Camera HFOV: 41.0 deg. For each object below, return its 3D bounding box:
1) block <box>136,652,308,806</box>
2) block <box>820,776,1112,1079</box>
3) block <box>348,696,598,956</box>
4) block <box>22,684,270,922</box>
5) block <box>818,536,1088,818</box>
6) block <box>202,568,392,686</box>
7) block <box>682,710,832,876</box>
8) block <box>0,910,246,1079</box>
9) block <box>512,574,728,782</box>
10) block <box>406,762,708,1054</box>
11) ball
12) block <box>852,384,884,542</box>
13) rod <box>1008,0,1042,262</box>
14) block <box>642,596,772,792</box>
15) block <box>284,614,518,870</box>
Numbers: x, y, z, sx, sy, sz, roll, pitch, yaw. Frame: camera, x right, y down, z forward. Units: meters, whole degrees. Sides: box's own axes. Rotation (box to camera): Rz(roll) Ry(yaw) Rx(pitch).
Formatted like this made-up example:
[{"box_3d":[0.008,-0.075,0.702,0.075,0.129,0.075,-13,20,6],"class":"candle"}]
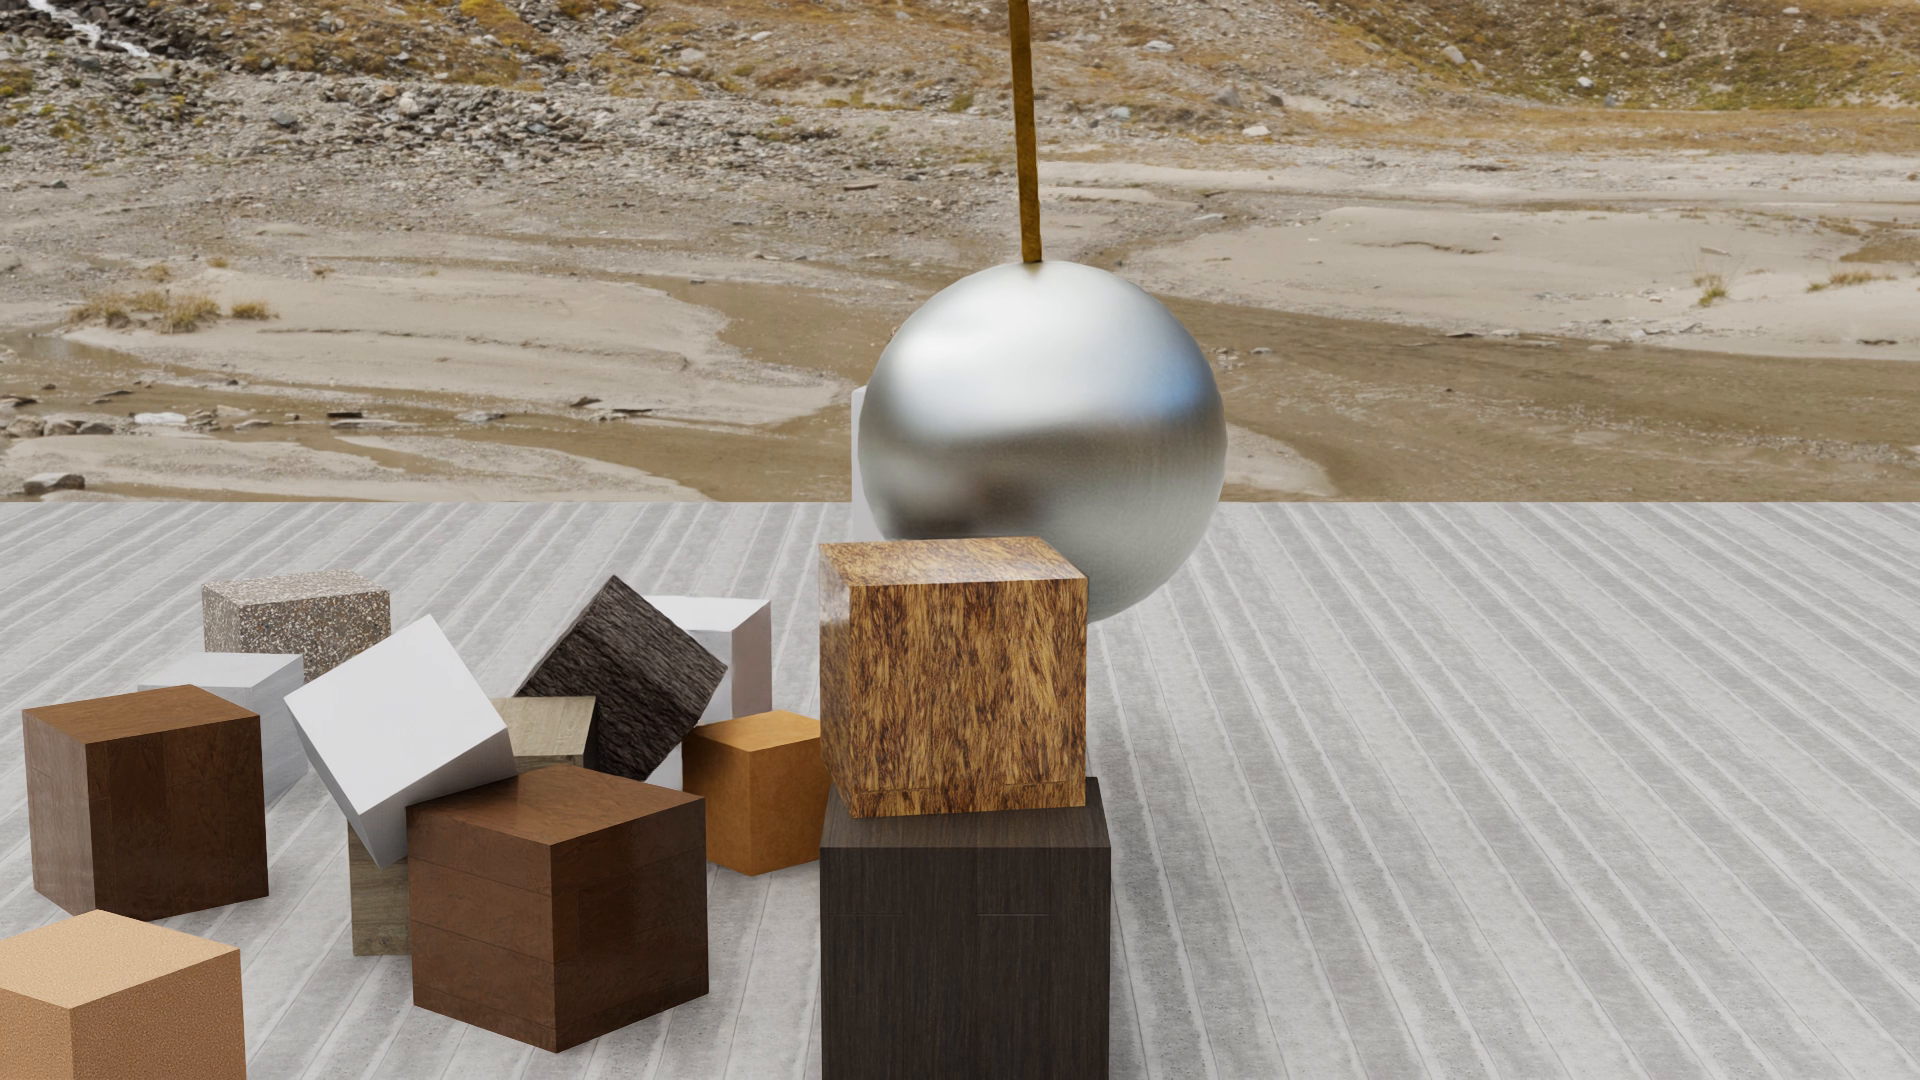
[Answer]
[{"box_3d":[-3.636,0.938,12.694,0.566,0.613,0.710,1,10,6],"class":"block"},{"box_3d":[0.018,1.416,9.184,0.986,0.928,0.886,0,10,0],"class":"block"},{"box_3d":[-2.020,1.180,10.790,0.940,0.817,0.988,-1,10,-5],"class":"block"},{"box_3d":[-3.514,1.135,11.071,0.756,0.805,0.738,-8,13,-38],"class":"block"},{"box_3d":[-0.043,0.481,9.413,0.844,0.829,0.837,-2,10,-10],"class":"block"},{"box_3d":[-3.616,0.625,14.014,0.815,0.756,0.714,-6,12,-31],"class":"block"},{"box_3d":[-0.880,1.142,11.688,0.573,0.571,0.516,-9,14,-40],"class":"block"},{"box_3d":[-2.814,1.686,8.309,0.712,0.709,0.660,7,12,33],"class":"block"},{"box_3d":[-1.564,0.693,11.584,0.678,0.634,0.644,40,17,-7],"class":"block"},{"box_3d":[-1.529,1.378,9.789,0.794,0.786,0.794,8,13,38],"class":"block"},{"box_3d":[0.356,-0.409,11.106,1.600,1.600,1.600,0,10,0],"class":"ball"},{"box_3d":[-0.040,-0.337,12.962,0.797,0.917,0.920,2,11,13],"class":"block"},{"box_3d":[0.154,-3.749,10.499,0.080,5.200,0.080,-3,10,1],"class":"rod"},{"box_3d":[-1.403,0.771,13.020,0.725,0.825,0.768,2,10,10],"class":"block"},{"box_3d":[-2.146,0.786,9.920,0.631,0.568,0.605,-31,-21,-18],"class":"block"}]
